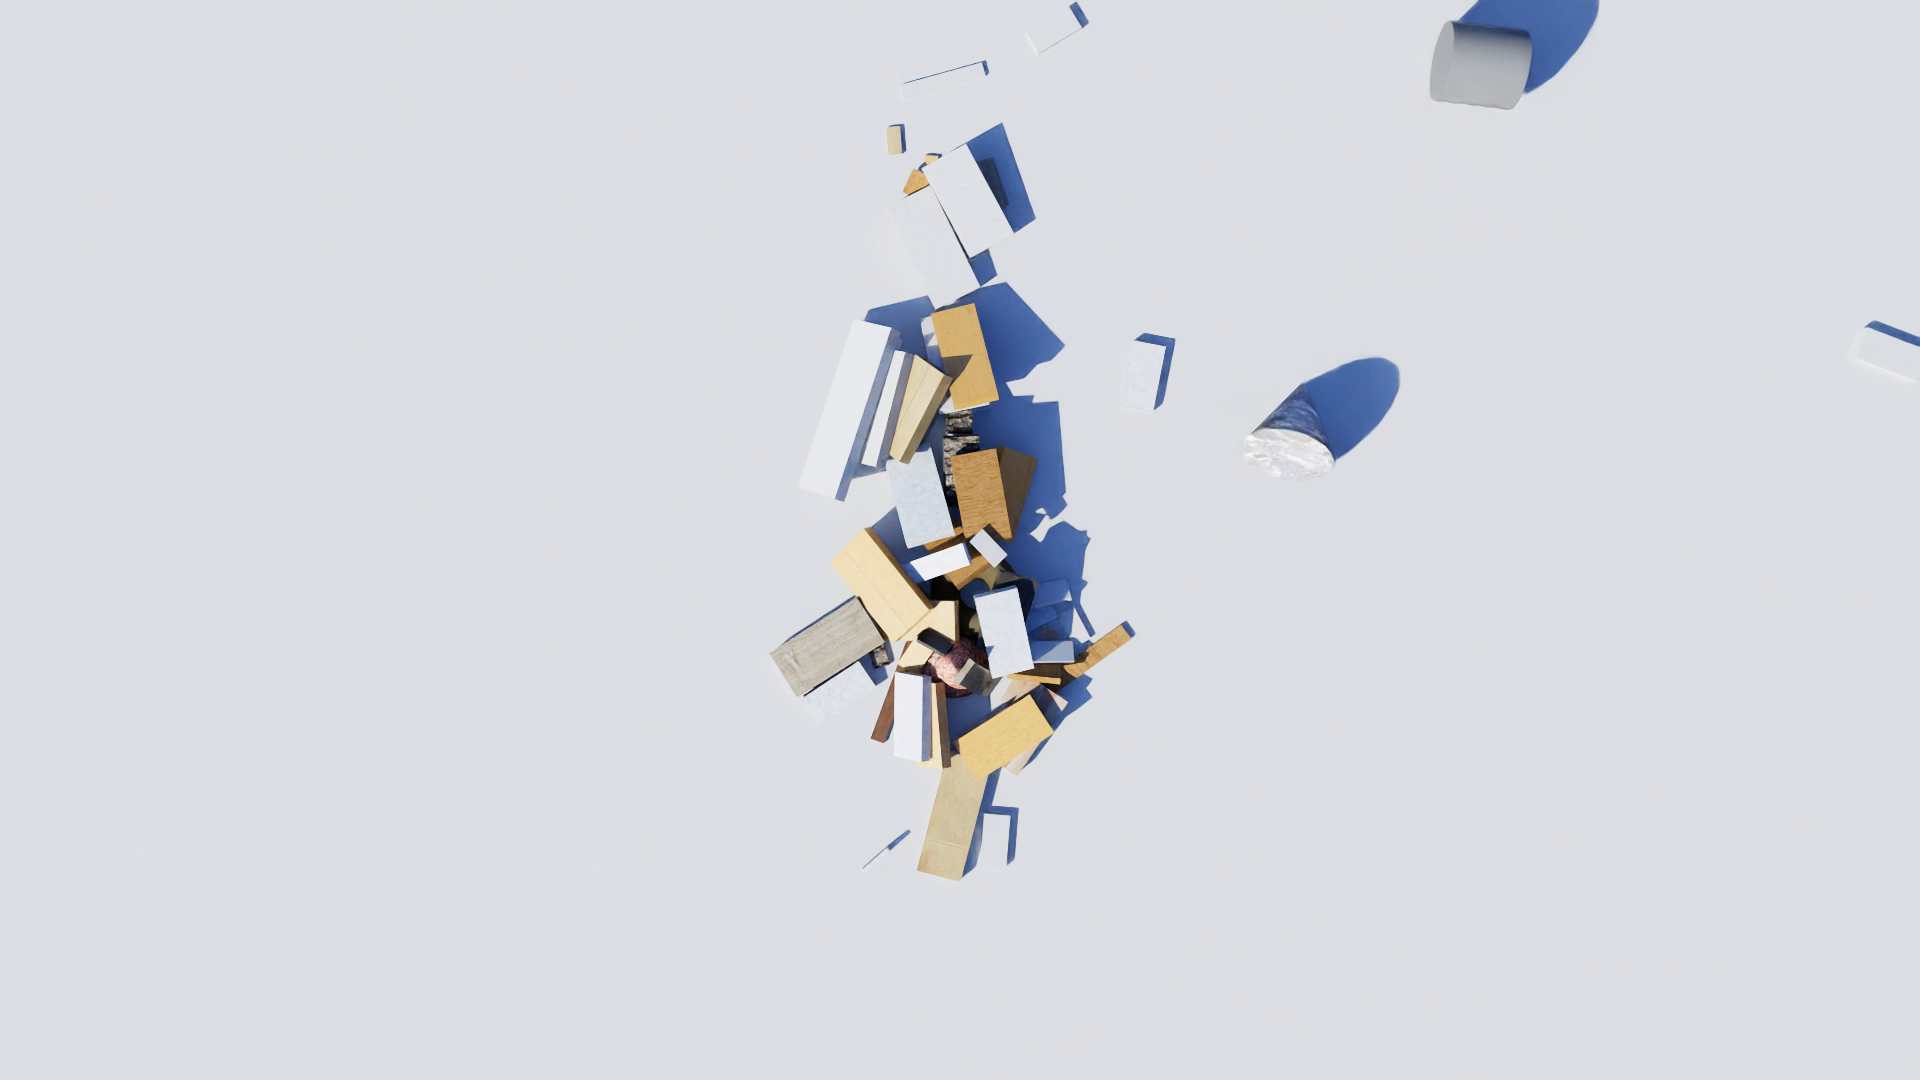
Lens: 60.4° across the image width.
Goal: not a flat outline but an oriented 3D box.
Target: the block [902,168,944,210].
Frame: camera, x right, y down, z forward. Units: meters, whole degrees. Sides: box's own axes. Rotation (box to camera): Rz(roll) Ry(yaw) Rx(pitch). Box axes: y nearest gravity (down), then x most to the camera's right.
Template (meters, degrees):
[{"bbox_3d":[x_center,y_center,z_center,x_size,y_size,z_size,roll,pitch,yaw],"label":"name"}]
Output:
[{"bbox_3d":[-0.098,-1.158,5.479,0.167,0.024,0.084,26,96,-3],"label":"block"}]

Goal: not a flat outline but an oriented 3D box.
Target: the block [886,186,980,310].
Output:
[{"bbox_3d":[-0.089,-0.966,5.459,0.165,0.047,0.369,-26,95,0],"label":"block"}]

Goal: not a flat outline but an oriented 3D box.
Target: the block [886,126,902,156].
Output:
[{"bbox_3d":[-0.219,-1.330,5.494,0.045,0.013,0.091,-5,90,0],"label":"block"}]

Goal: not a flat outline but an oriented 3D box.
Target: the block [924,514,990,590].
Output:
[{"bbox_3d":[-0.029,0.024,5.418,0.133,0.038,0.266,-37,63,-3],"label":"block"}]

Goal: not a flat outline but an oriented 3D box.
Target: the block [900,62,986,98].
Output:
[{"bbox_3d":[-0.058,-1.530,5.494,0.282,0.013,0.045,-16,90,0],"label":"block"}]

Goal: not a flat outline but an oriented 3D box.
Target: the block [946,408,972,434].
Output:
[{"bbox_3d":[-0.003,-0.435,5.422,0.087,0.025,0.174,-1,73,2],"label":"block"}]

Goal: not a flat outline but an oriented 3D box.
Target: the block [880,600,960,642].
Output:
[{"bbox_3d":[-0.134,0.263,5.427,0.266,0.038,0.133,1,95,22],"label":"block"}]

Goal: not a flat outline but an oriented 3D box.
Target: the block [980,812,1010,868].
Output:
[{"bbox_3d":[0.117,0.999,5.488,0.087,0.025,0.174,5,90,0],"label":"block"}]

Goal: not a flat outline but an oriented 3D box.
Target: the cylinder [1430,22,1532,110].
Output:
[{"bbox_3d":[1.693,-1.545,5.375,0.251,0.251,0.251,7,90,0],"label":"cylinder"}]

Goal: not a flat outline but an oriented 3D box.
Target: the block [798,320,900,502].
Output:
[{"bbox_3d":[-0.365,-0.428,5.427,0.173,0.049,0.585,18,90,38],"label":"block"}]

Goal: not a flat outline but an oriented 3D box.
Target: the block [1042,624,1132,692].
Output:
[{"bbox_3d":[0.411,0.406,5.492,0.347,0.017,0.058,-36,90,0],"label":"block"}]

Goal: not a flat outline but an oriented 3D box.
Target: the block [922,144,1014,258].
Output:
[{"bbox_3d":[0.026,-1.118,5.449,0.165,0.047,0.330,-29,96,3],"label":"block"}]

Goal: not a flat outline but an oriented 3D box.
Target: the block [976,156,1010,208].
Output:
[{"bbox_3d":[0.098,-1.180,5.488,0.084,0.024,0.167,-19,90,0],"label":"block"}]

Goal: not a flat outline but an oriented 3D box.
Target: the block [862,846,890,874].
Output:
[{"bbox_3d":[-0.277,1.059,5.473,0.110,0.055,0.016,-41,90,0],"label":"block"}]

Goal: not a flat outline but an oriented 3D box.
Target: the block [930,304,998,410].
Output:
[{"bbox_3d":[0.015,-0.599,5.385,0.147,0.042,0.333,-14,73,-1],"label":"block"}]

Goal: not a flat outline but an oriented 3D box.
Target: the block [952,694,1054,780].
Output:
[{"bbox_3d":[0.144,0.648,5.425,0.299,0.042,0.149,-33,90,4],"label":"block"}]

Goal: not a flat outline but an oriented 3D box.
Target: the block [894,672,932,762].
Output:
[{"bbox_3d":[-0.156,0.580,5.426,0.040,0.140,0.279,-2,95,-42],"label":"block"}]

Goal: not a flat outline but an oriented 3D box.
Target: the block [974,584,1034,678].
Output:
[{"bbox_3d":[0.143,0.298,5.357,0.140,0.040,0.279,-14,105,-5],"label":"block"}]

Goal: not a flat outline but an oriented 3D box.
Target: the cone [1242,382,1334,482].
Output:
[{"bbox_3d":[1.105,-0.402,5.433,0.299,0.299,0.299,18,63,0],"label":"cone"}]

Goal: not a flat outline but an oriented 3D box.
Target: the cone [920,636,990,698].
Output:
[{"bbox_3d":[-0.016,0.407,5.379,0.242,0.242,0.242,0,90,0],"label":"cone"}]

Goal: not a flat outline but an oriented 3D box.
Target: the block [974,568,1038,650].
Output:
[{"bbox_3d":[0.151,0.241,5.385,0.133,0.038,0.266,16,101,-12],"label":"block"}]

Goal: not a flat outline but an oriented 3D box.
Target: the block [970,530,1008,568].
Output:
[{"bbox_3d":[0.092,0.026,5.333,0.059,0.017,0.117,-44,98,-4],"label":"block"}]

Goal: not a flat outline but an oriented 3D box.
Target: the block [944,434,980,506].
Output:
[{"bbox_3d":[0.010,-0.228,5.401,0.116,0.033,0.231,-3,107,0],"label":"block"}]

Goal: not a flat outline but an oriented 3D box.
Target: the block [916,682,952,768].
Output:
[{"bbox_3d":[-0.098,0.608,5.433,0.040,0.139,0.279,-5,90,-39],"label":"block"}]

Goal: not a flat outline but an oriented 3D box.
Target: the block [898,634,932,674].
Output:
[{"bbox_3d":[-0.141,0.377,5.433,0.073,0.021,0.147,33,128,-1],"label":"block"}]

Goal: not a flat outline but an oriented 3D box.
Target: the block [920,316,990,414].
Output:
[{"bbox_3d":[-0.018,-0.588,5.430,0.165,0.047,0.330,-12,73,0],"label":"block"}]

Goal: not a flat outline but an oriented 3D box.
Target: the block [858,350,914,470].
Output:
[{"bbox_3d":[-0.270,-0.436,5.430,0.160,0.045,0.384,14,90,41],"label":"block"}]

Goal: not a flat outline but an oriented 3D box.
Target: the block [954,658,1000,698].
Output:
[{"bbox_3d":[0.058,0.454,5.395,0.025,0.227,0.087,36,90,29],"label":"block"}]

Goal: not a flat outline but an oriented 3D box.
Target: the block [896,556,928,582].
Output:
[{"bbox_3d":[-0.158,0.097,5.492,0.117,0.017,0.058,14,90,0],"label":"block"}]

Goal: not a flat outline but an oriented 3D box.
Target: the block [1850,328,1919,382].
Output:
[{"bbox_3d":[3.093,-0.615,5.485,0.219,0.031,0.109,21,90,0],"label":"block"}]

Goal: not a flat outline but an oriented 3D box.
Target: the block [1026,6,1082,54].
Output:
[{"bbox_3d":[0.310,-1.695,5.488,0.167,0.024,0.084,-31,90,0],"label":"block"}]

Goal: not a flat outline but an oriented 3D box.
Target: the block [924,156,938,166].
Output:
[{"bbox_3d":[-0.099,-1.234,5.494,0.045,0.013,0.091,3,90,0],"label":"block"}]

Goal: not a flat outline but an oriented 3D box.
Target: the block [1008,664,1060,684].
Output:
[{"bbox_3d":[0.245,0.428,5.442,0.174,0.087,0.025,6,129,0],"label":"block"}]

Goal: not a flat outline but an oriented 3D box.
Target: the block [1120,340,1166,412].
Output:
[{"bbox_3d":[0.608,-0.544,5.485,0.109,0.031,0.219,11,90,0],"label":"block"}]

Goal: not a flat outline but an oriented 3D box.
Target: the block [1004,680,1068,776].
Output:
[{"bbox_3d":[0.211,0.615,5.462,0.149,0.042,0.299,34,94,2],"label":"block"}]

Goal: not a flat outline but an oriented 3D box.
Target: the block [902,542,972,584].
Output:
[{"bbox_3d":[-0.149,0.106,5.399,0.409,0.021,0.073,-20,89,26],"label":"block"}]

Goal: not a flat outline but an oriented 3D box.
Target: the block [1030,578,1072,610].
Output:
[{"bbox_3d":[0.292,0.180,5.474,0.143,0.020,0.072,-13,62,0],"label":"block"}]

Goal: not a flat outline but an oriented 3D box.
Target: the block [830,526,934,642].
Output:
[{"bbox_3d":[-0.257,0.146,5.414,0.173,0.049,0.346,-43,79,22],"label":"block"}]

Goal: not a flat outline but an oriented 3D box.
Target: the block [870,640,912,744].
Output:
[{"bbox_3d":[-0.207,0.481,5.493,0.048,0.014,0.400,20,90,0],"label":"block"}]

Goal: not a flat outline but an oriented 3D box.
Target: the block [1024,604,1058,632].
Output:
[{"bbox_3d":[0.245,0.256,5.490,0.143,0.020,0.072,-27,90,0],"label":"block"}]

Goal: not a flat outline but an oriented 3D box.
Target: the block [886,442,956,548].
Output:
[{"bbox_3d":[-0.135,-0.147,5.415,0.160,0.045,0.320,-16,71,2],"label":"block"}]

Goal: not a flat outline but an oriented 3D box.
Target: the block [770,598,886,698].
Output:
[{"bbox_3d":[-0.436,0.354,5.452,0.347,0.049,0.173,-32,88,5],"label":"block"}]

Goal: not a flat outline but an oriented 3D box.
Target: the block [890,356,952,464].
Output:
[{"bbox_3d":[-0.157,-0.426,5.391,0.160,0.045,0.320,39,107,41],"label":"block"}]

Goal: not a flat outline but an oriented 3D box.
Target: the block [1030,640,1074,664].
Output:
[{"bbox_3d":[0.303,0.371,5.458,0.143,0.020,0.072,0,68,-7],"label":"block"}]

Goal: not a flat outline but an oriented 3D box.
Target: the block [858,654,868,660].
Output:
[{"bbox_3d":[-0.386,0.375,5.490,0.147,0.021,0.073,-10,90,0],"label":"block"}]

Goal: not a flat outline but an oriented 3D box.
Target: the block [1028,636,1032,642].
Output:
[{"bbox_3d":[0.189,0.329,5.476,0.096,0.048,0.014,0,87,0],"label":"block"}]

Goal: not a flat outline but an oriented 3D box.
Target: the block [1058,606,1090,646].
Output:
[{"bbox_3d":[0.380,0.289,5.492,0.059,0.017,0.119,-28,90,0],"label":"block"}]

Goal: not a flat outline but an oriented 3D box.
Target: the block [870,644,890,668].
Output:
[{"bbox_3d":[-0.275,0.369,5.492,0.055,0.016,0.110,-15,90,0],"label":"block"}]

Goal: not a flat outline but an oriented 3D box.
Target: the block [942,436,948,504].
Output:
[{"bbox_3d":[0.002,-0.228,5.435,0.116,0.033,0.231,-1,107,0],"label":"block"}]

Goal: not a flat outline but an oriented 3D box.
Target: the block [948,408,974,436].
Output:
[{"bbox_3d":[0.006,-0.345,5.463,0.087,0.025,0.174,-4,102,1],"label":"block"}]

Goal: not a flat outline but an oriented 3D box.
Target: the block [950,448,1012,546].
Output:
[{"bbox_3d":[0.068,-0.140,5.352,0.147,0.042,0.293,-11,94,-8],"label":"block"}]

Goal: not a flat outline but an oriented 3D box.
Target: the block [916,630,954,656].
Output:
[{"bbox_3d":[-0.082,0.335,5.363,0.110,0.016,0.055,28,49,17],"label":"block"}]

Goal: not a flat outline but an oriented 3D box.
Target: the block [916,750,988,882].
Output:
[{"bbox_3d":[-0.020,0.916,5.479,0.149,0.042,0.408,15,90,0],"label":"block"}]

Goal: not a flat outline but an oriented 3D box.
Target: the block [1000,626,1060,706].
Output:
[{"bbox_3d":[0.235,0.423,5.492,0.059,0.017,0.290,31,90,0],"label":"block"}]

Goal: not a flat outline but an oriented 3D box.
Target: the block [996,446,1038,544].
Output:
[{"bbox_3d":[0.149,-0.149,5.439,0.147,0.042,0.293,17,90,-38],"label":"block"}]

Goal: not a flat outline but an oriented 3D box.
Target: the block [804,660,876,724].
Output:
[{"bbox_3d":[-0.398,0.502,5.474,0.219,0.031,0.109,-33,102,0],"label":"block"}]

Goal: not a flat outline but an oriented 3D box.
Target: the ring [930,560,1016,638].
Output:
[{"bbox_3d":[0.051,0.177,5.451,0.300,0.100,0.300,0,90,1],"label":"ring"}]
